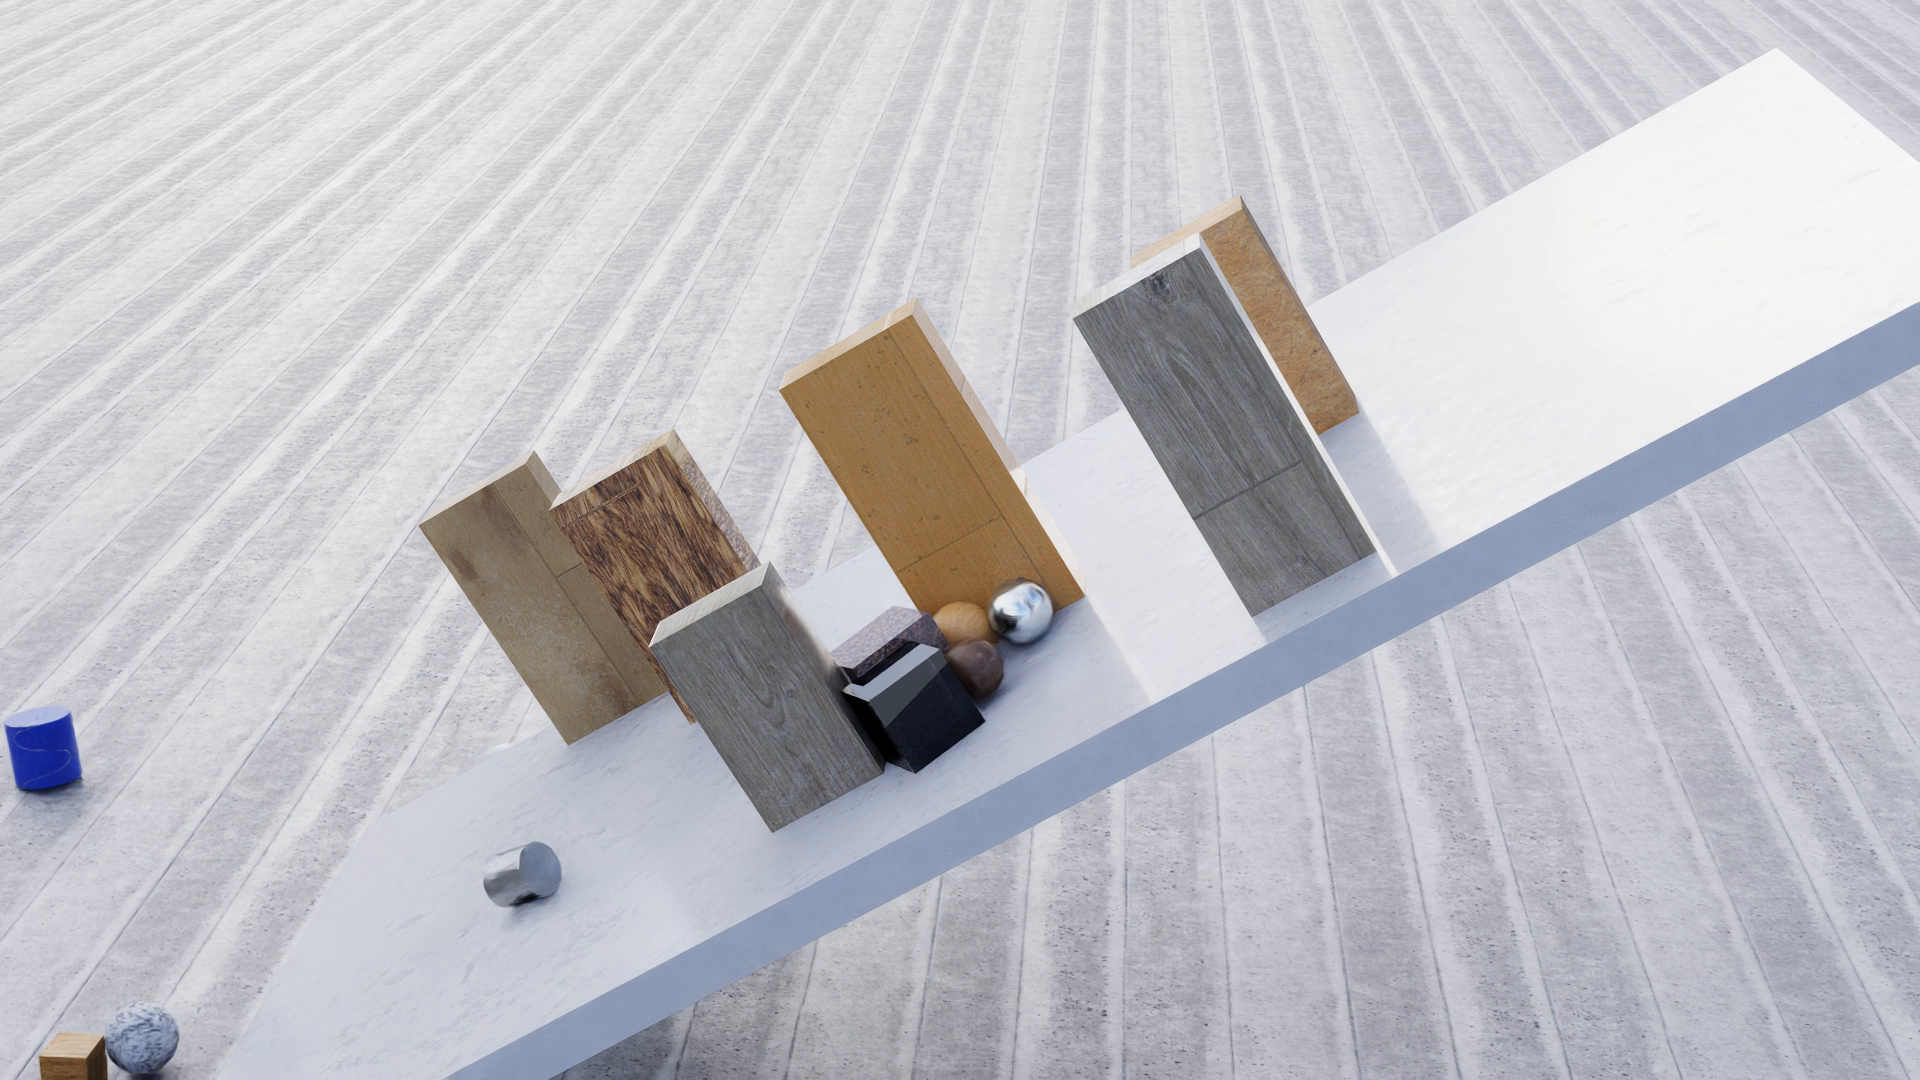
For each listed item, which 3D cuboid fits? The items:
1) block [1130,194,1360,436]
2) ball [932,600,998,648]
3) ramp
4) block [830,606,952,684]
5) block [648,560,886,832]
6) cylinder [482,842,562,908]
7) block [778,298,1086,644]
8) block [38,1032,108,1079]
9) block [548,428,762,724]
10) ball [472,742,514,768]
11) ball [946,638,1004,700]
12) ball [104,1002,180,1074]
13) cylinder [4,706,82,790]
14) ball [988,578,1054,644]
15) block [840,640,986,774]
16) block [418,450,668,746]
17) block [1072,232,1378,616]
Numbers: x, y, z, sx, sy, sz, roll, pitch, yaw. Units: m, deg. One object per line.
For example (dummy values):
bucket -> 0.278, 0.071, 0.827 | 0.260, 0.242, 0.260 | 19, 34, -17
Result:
block -> 0.593, -0.430, 6.128 | 0.261, 0.498, 0.141 | -29, 15, 12
ball -> 0.005, 0.196, 5.992 | 0.143, 0.143, 0.143 | 0, 19, 0
ramp -> 0.142, 0.168, 6.287 | 4.000, 0.100, 2.000 | -29, 15, 12
block -> -0.124, 0.272, 5.903 | 0.194, 0.194, 0.194 | -37, 15, -17
block -> -0.371, 0.309, 5.777 | 0.259, 0.451, 0.141 | -29, 15, 12
cylinder -> -0.933, 0.714, 6.265 | 0.118, 0.118, 0.118 | -21, 4, 37
block -> -0.050, -0.115, 6.035 | 0.315, 0.688, 0.134 | -29, 15, 12
block -> -1.962, 1.166, 6.512 | 0.107, 0.107, 0.107 | 2, 19, 5
block -> -0.638, 0.086, 6.753 | 0.317, 0.601, 0.124 | -29, 15, 12
ball -> -1.216, 0.643, 7.891 | 0.201, 0.201, 0.201 | 0, 19, 0
ball -> 0.027, 0.253, 5.769 | 0.120, 0.120, 0.120 | 0, 19, 0
ball -> -1.829, 1.113, 6.575 | 0.160, 0.160, 0.160 | 0, 19, 0
cylinder -> -2.524, 0.571, 8.101 | 0.180, 0.180, 0.180 | -6, 14, 2
ball -> 0.122, 0.143, 5.939 | 0.135, 0.135, 0.135 | 0, 19, 0
block -> -0.092, 0.323, 5.715 | 0.172, 0.172, 0.172 | -36, 15, -15
block -> -0.998, 0.144, 7.179 | 0.312, 0.660, 0.112 | -29, 15, 12
block -> 0.480, -0.205, 5.320 | 0.259, 0.650, 0.119 | -29, 15, 12
